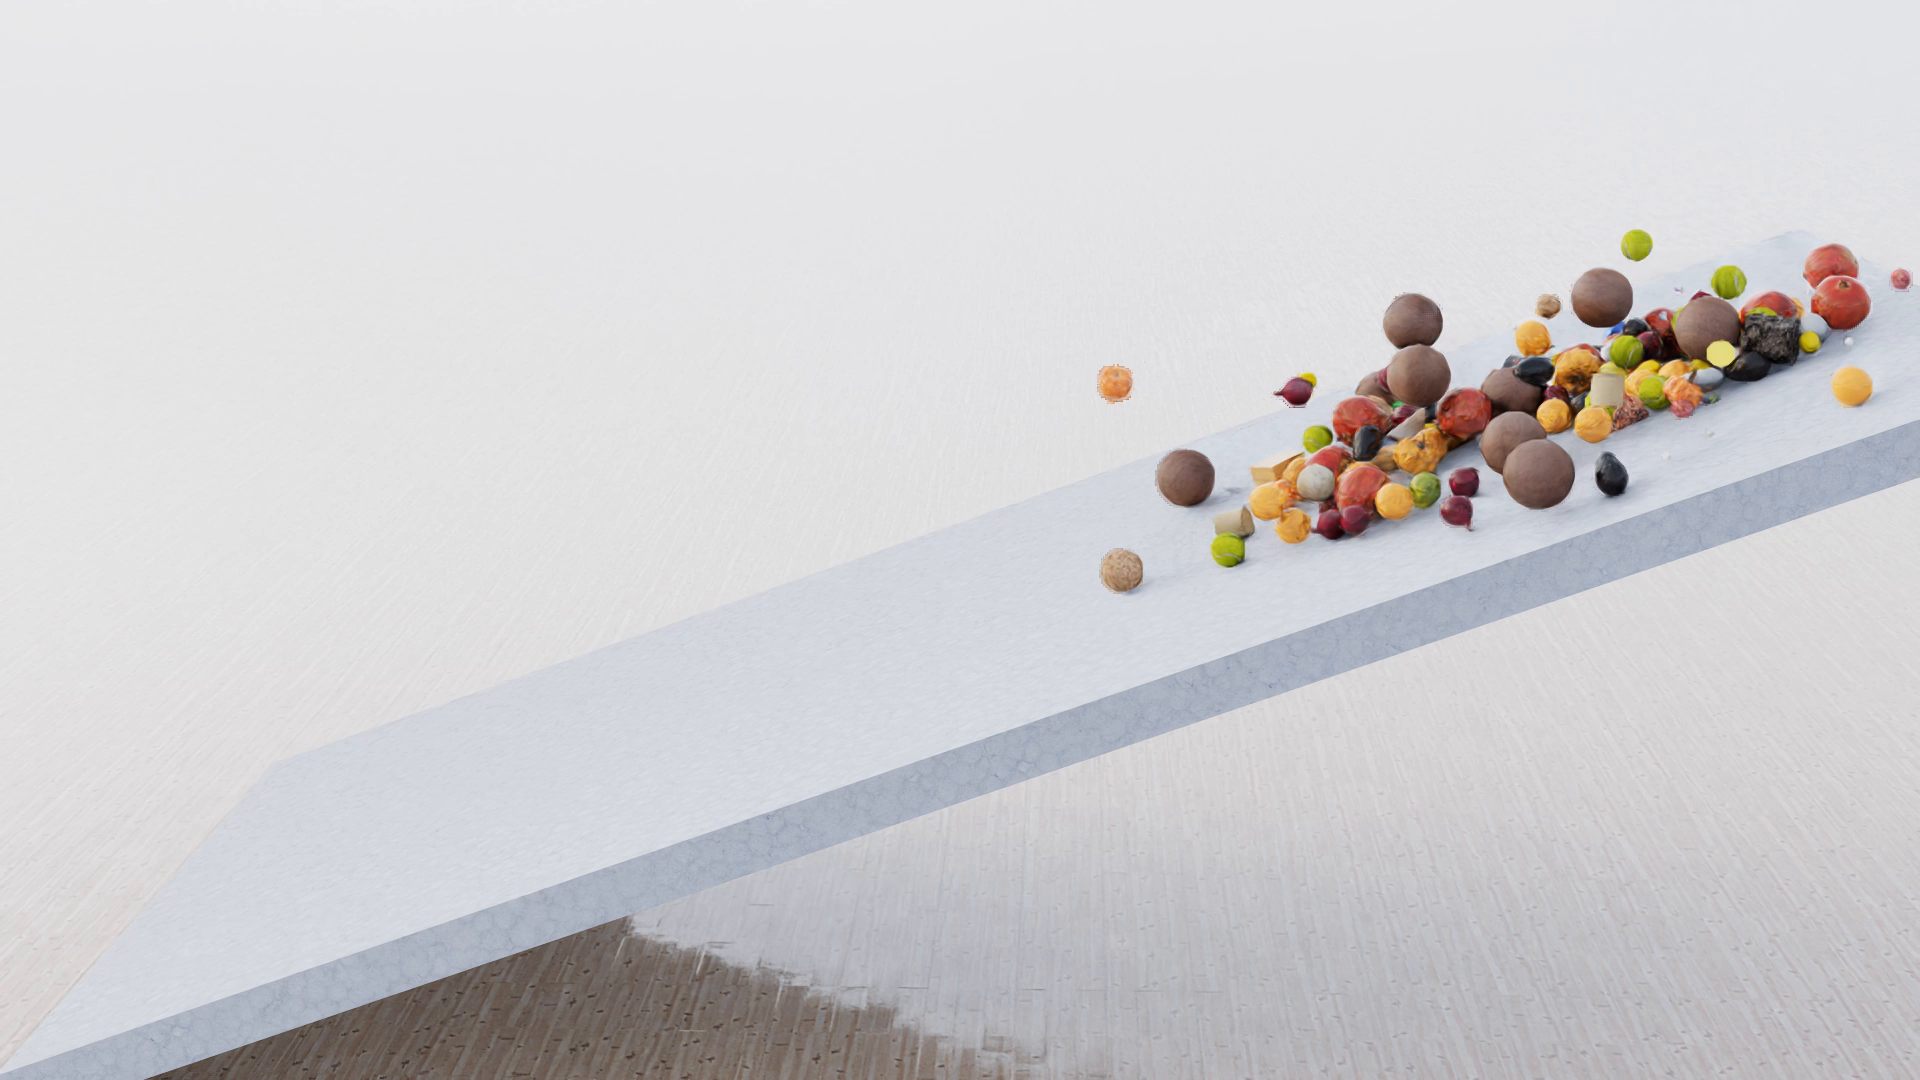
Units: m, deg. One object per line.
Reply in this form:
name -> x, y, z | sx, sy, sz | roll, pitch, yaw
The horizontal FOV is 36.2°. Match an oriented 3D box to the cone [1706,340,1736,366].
cone -> 1.507, -0.358, 5.819 | 0.056, 0.056, 0.056 | 5, -17, 20

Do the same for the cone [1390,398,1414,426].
cone -> 0.989, -0.266, 6.483 | 0.070, 0.070, 0.070 | -9, 38, -35

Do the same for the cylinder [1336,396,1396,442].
cylinder -> 0.890, -0.255, 6.462 | 0.095, 0.095, 0.095 | 12, 31, 41

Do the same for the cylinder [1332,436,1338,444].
cylinder -> 0.841, -0.197, 6.364 | 0.060, 0.060, 0.060 | -4, 12, -15

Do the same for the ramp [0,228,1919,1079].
ramp -> 0.115, 0.177, 6.298 | 4.000, 0.100, 2.000 | -19, 11, 6

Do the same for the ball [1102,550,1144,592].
ball -> 0.330, 0.062, 5.981 | 0.087, 0.087, 0.087 | 0, 13, 0

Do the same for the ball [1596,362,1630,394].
ball -> 1.344, -0.329, 6.061 | 0.075, 0.075, 0.075 | 0, 13, 0

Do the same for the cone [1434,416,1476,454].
cone -> 1.048, -0.217, 6.160 | 0.079, 0.079, 0.079 | 4, 11, -19

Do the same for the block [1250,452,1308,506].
block -> 0.687, -0.132, 6.261 | 0.087, 0.087, 0.087 | -26, 12, -25

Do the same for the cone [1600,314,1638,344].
cone -> 1.446, -0.445, 6.405 | 0.071, 0.071, 0.071 | 29, 14, -1

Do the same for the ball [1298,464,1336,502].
ball -> 0.712, -0.114, 5.881 | 0.076, 0.076, 0.076 | 0, 13, 0

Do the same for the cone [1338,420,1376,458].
cone -> 0.869, -0.228, 6.317 | 0.090, 0.090, 0.090 | 7, 21, 28

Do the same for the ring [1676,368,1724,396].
ring -> 1.463, -0.312, 5.815 | 0.097, 0.032, 0.097 | -10, -14, -3

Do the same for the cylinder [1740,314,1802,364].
cylinder -> 1.604, -0.398, 5.815 | 0.092, 0.092, 0.092 | 10, 16, 31

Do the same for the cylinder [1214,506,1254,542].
cylinder -> 0.565, -0.031, 6.067 | 0.063, 0.063, 0.063 | -15, 5, 26

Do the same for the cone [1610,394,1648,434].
cone -> 1.306, -0.238, 5.808 | 0.076, 0.076, 0.076 | 39, -8, 6

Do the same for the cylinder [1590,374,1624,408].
cylinder -> 1.227, -0.283, 5.571 | 0.060, 0.060, 0.060 | 2, 1, 0

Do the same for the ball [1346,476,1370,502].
ball -> 0.813, -0.104, 6.003 | 0.050, 0.050, 0.050 | 0, 13, 0

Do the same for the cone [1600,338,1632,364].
cone -> 1.358, -0.404, 6.083 | 0.063, 0.063, 0.063 | 3, -26, 12

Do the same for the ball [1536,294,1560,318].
ball -> 1.247, -0.494, 6.232 | 0.050, 0.050, 0.050 | 0, 13, 0

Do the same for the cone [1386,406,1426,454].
cone -> 0.958, -0.242, 6.182 | 0.095, 0.095, 0.095 | 26, 1, 0

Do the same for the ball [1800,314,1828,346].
ball -> 1.704, -0.420, 5.884 | 0.065, 0.065, 0.065 | 0, 13, 0

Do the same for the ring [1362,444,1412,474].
ring -> 0.899, -0.171, 6.200 | 0.114, 0.038, 0.114 | -19, 11, 4

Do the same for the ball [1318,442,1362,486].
ball -> 0.801, -0.160, 6.183 | 0.092, 0.092, 0.092 | 0, 13, 0
